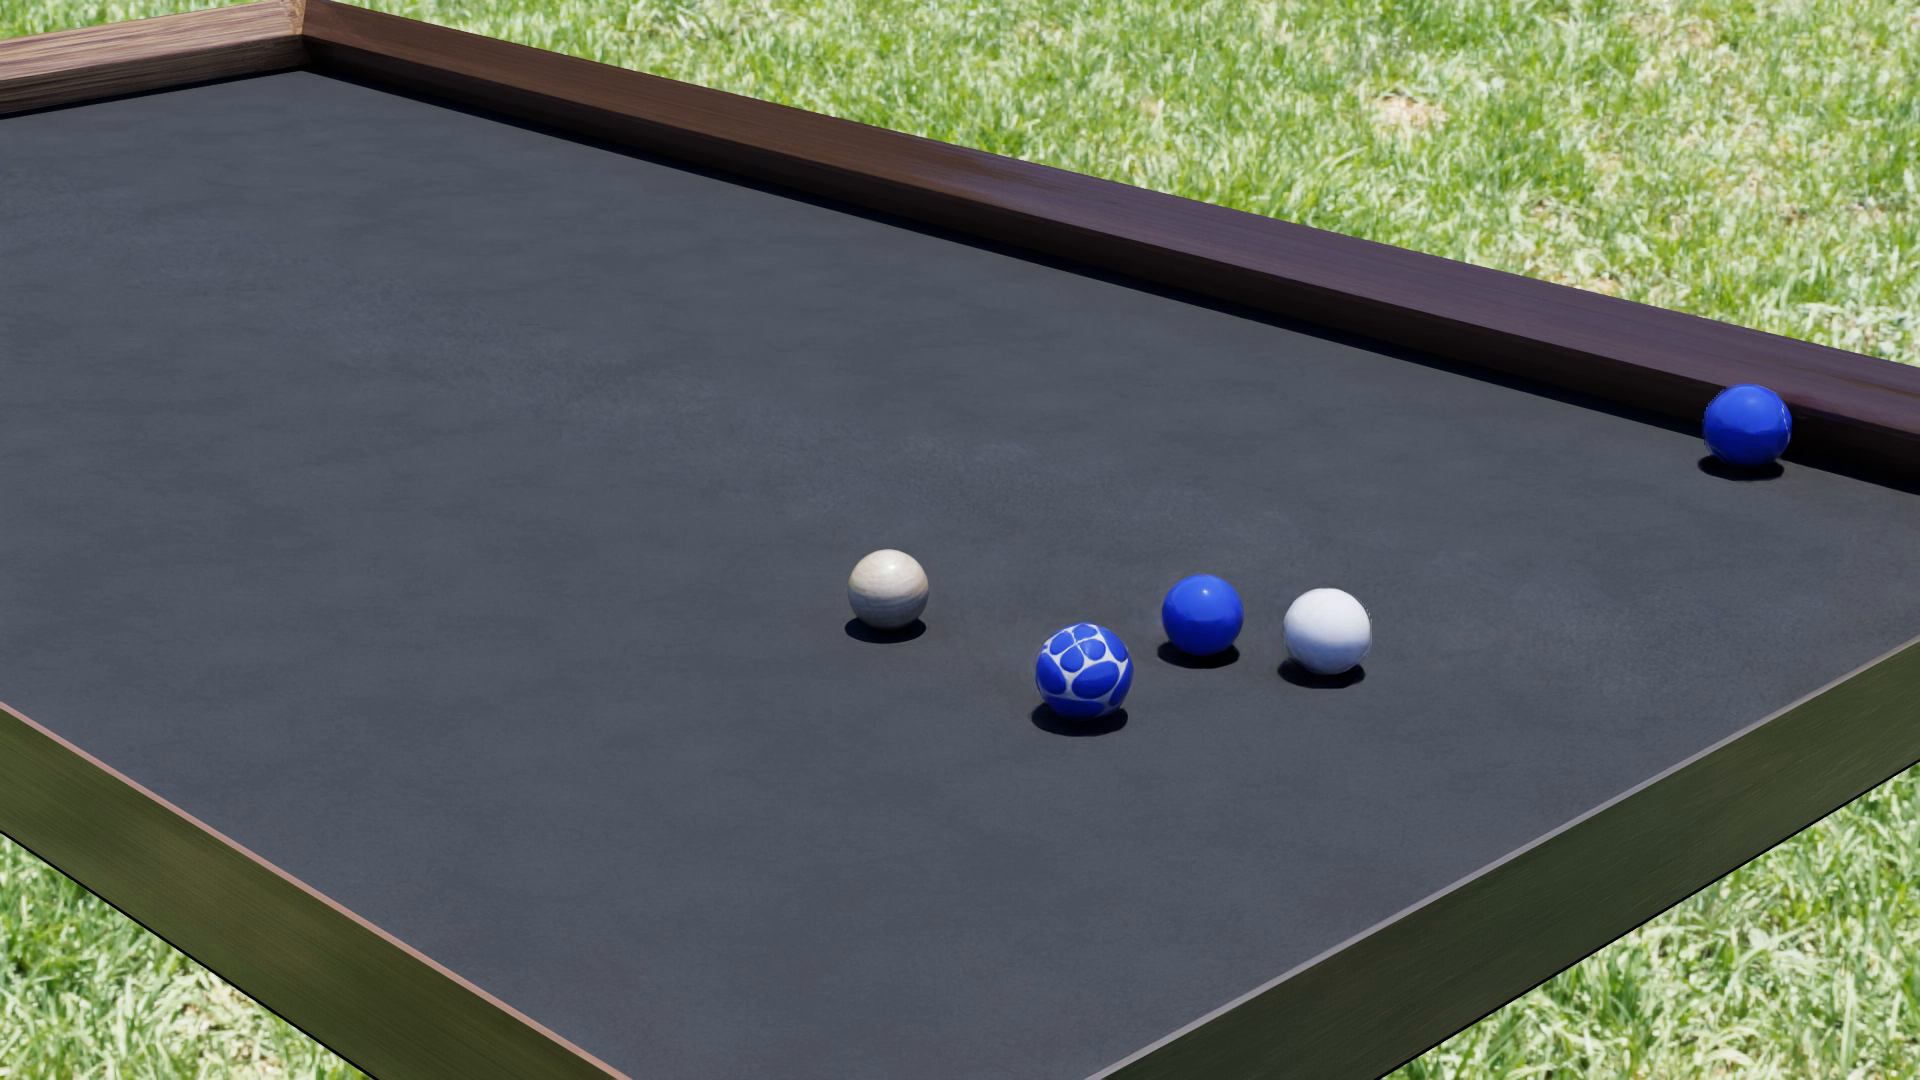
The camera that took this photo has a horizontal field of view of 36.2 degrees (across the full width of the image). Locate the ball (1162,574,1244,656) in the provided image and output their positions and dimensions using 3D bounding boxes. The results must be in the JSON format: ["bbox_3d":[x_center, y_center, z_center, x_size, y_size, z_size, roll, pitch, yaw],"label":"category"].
[{"bbox_3d":[0.208,0.064,2.523,0.071,0.071,0.071,0,21,0],"label":"ball"}]

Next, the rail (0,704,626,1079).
[{"bbox_3d":[-1.187,-0.013,2.667,0.045,0.112,3.270,-19,28,-41],"label":"rail"}]

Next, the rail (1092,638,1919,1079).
[{"bbox_3d":[0.555,0.181,2.151,1.768,0.112,0.045,-19,28,-41],"label":"rail"}]

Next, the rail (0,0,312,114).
[{"bbox_3d":[-1.699,-0.629,4.308,1.768,0.112,0.045,-19,28,-41],"label":"rail"}]

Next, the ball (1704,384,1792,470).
[{"bbox_3d":[0.798,-0.114,2.976,0.087,0.087,0.087,0,21,0],"label":"ball"}]

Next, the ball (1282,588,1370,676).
[{"bbox_3d":[0.310,0.077,2.484,0.074,0.074,0.074,0,21,0],"label":"ball"}]

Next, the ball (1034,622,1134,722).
[{"bbox_3d":[0.101,0.107,2.395,0.080,0.080,0.080,0,21,0],"label":"ball"}]

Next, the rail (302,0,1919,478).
[{"bbox_3d":[0.043,-0.436,3.793,0.045,0.112,3.270,-19,28,-41],"label":"rail"}]

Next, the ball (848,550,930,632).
[{"bbox_3d":[-0.063,0.044,2.576,0.072,0.072,0.072,0,21,0],"label":"ball"}]
